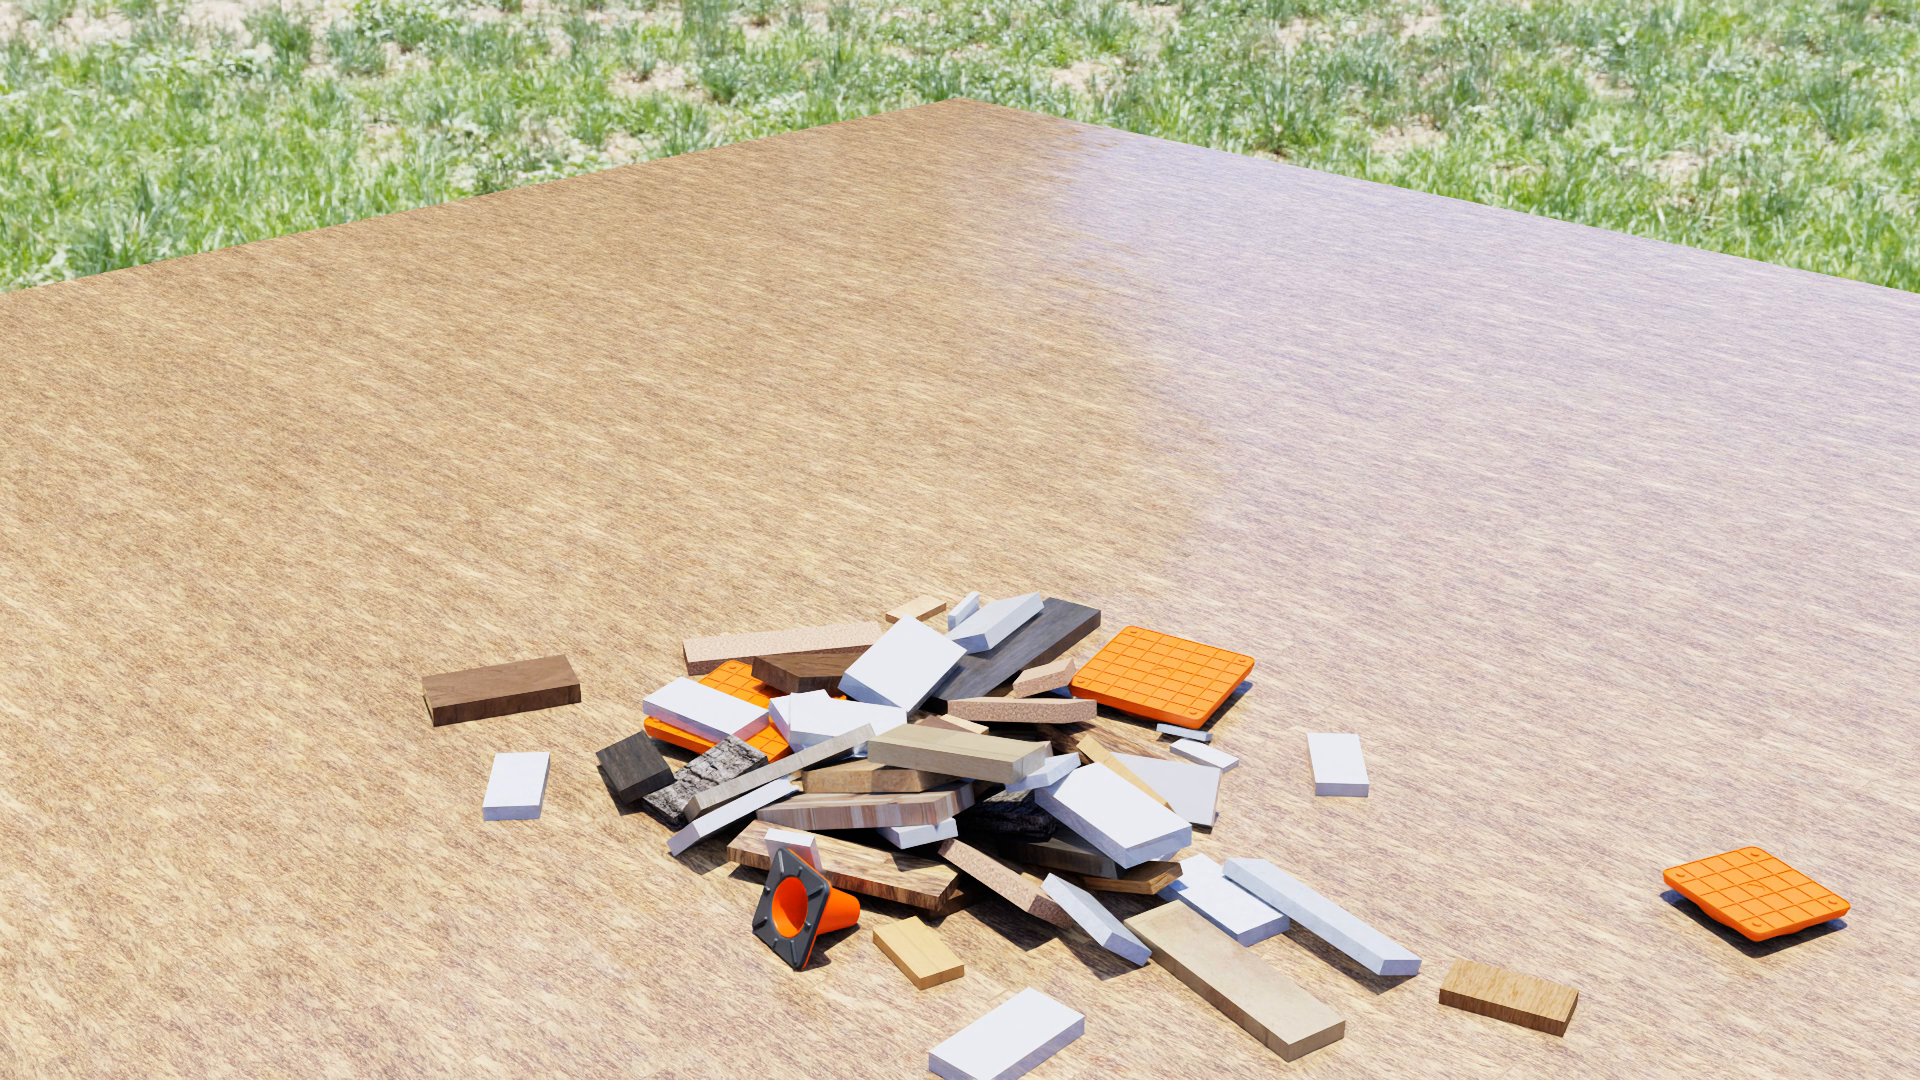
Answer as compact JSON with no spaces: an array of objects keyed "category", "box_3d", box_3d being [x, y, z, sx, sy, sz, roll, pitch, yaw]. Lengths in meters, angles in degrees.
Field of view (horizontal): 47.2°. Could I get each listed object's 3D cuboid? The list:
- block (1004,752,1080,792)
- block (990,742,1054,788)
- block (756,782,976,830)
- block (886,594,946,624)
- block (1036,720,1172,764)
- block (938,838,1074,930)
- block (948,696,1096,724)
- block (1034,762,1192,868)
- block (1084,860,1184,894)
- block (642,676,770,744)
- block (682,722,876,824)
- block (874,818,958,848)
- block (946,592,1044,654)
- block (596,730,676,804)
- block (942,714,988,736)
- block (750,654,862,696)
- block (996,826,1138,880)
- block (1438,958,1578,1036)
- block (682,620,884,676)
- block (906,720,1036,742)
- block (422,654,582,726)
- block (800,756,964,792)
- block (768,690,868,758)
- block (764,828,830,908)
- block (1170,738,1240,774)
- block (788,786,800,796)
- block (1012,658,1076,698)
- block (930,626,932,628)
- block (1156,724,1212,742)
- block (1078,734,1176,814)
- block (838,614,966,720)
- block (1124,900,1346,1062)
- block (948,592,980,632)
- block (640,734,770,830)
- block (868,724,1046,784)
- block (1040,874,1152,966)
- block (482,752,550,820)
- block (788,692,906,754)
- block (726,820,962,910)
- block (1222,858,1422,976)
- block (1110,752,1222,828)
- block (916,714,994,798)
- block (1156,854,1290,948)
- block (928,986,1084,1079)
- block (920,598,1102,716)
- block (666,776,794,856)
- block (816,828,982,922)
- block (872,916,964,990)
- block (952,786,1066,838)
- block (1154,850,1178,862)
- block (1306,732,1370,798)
[{"category":"block","box_3d":[0.161,0.451,4.272,0.090,0.026,0.180,-13,2,24]},{"category":"block","box_3d":[0.041,0.463,4.495,0.273,0.039,0.136,-6,15,21]},{"category":"block","box_3d":[-0.185,0.520,4.282,0.403,0.043,0.153,-6,5,29]},{"category":"block","box_3d":[-0.106,0.173,5.327,0.072,0.020,0.143,18,29,36]},{"category":"block","box_3d":[0.304,0.442,4.622,0.136,0.039,0.273,0,17,-44]},{"category":"block","box_3d":[0.088,0.640,4.109,0.261,0.037,0.131,26,-4,46]},{"category":"block","box_3d":[0.133,0.364,4.708,0.285,0.040,0.143,-1,-1,32]},{"category":"block","box_3d":[0.288,0.519,4.178,0.151,0.043,0.302,-15,26,-28]},{"category":"block","box_3d":[0.327,0.634,4.153,0.088,0.025,0.175,-25,13,-39]},{"category":"block","box_3d":[-0.542,0.367,4.692,0.247,0.035,0.124,18,31,31]},{"category":"block","box_3d":[-0.361,0.468,4.421,0.398,0.032,0.112,-21,-12,-26]},{"category":"block","box_3d":[-0.088,0.549,4.230,0.111,0.031,0.222,-11,4,-15]},{"category":"block","box_3d":[0.069,0.200,5.157,0.143,0.040,0.285,-14,11,32]},{"category":"block","box_3d":[-0.673,0.468,4.548,0.112,0.032,0.224,-25,23,-14]},{"category":"block","box_3d":[0.000,0.401,4.663,0.110,0.016,0.055,15,27,31]},{"category":"block","box_3d":[-0.281,0.298,4.870,0.331,0.046,0.162,1,13,-44]},{"category":"block","box_3d":[0.231,0.581,4.235,0.302,0.043,0.151,3,21,45]},{"category":"block","box_3d":[0.959,0.797,3.842,0.217,0.031,0.108,11,26,25]},{"category":"block","box_3d":[-0.408,0.251,5.124,0.461,0.035,0.124,-5,24,-12]},{"category":"block","box_3d":[0.023,0.430,4.698,0.273,0.039,0.136,-1,23,-2]},{"category":"block","box_3d":[-1.025,0.334,4.914,0.325,0.046,0.162,-9,24,-19]},{"category":"block","box_3d":[-0.151,0.465,4.369,0.307,0.043,0.153,-6,3,40]},{"category":"block","box_3d":[-0.289,0.419,4.621,0.131,0.037,0.261,-8,39,-31]},{"category":"block","box_3d":[-0.303,0.611,4.094,0.090,0.180,0.025,7,45,17]},{"category":"block","box_3d":[0.518,0.457,4.665,0.144,0.016,0.055,21,31,40]},{"category":"block","box_3d":[-0.349,0.532,4.490,0.048,0.014,0.095,-4,23,-9]},{"category":"block","box_3d":[0.189,0.304,4.865,0.116,0.033,0.231,-16,2,9]},{"category":"block","box_3d":[-0.111,0.241,5.166,0.072,0.020,0.143,4,23,8]},{"category":"block","box_3d":[0.485,0.414,4.738,0.110,0.016,0.055,10,1,23]},{"category":"block","box_3d":[0.336,0.484,4.348,0.033,0.116,0.231,-46,54,-6]},{"category":"block","box_3d":[-0.124,0.284,4.851,0.162,0.046,0.325,31,31,10]},{"category":"block","box_3d":[0.478,0.773,3.893,0.127,0.036,0.454,-14,27,-31]},{"category":"block","box_3d":[0.009,0.184,5.234,0.020,0.072,0.143,8,24,22]},{"category":"block","box_3d":[-0.518,0.492,4.483,0.240,0.034,0.120,-33,37,-30]},{"category":"block","box_3d":[-0.007,0.412,4.256,0.307,0.043,0.153,6,11,25]},{"category":"block","box_3d":[0.247,0.691,4.011,0.111,0.031,0.222,32,3,-35]},{"category":"block","box_3d":[-0.911,0.505,4.529,0.112,0.032,0.224,-2,23,-4]},{"category":"block","box_3d":[-0.236,0.390,4.620,0.247,0.035,0.124,9,34,-10]},{"category":"block","box_3d":[-0.221,0.616,4.181,0.444,0.031,0.111,10,25,22]},{"category":"block","box_3d":[0.660,0.689,4.043,0.108,0.031,0.410,9,13,-40]},{"category":"block","box_3d":[0.404,0.503,4.434,0.231,0.116,0.033,7,-15,16]},{"category":"block","box_3d":[-0.017,0.437,4.457,0.130,0.037,0.261,-35,33,-30]},{"category":"block","box_3d":[0.485,0.676,4.121,0.127,0.036,0.254,-15,27,-31]},{"category":"block","box_3d":[0.080,0.849,3.715,0.127,0.036,0.254,20,30,39]},{"category":"block","box_3d":[0.117,0.269,5.074,0.143,0.040,0.597,14,27,30]},{"category":"block","box_3d":[-0.453,0.544,4.336,0.240,0.034,0.120,-23,-10,-41]},{"category":"block","box_3d":[-0.122,0.619,4.258,0.120,0.034,0.393,-16,28,-33]},{"category":"block","box_3d":[-0.076,0.745,3.972,0.090,0.026,0.180,-13,26,-27]},{"category":"block","box_3d":[0.093,0.527,4.372,0.302,0.043,0.151,1,18,40]},{"category":"block","box_3d":[0.372,0.604,4.306,0.088,0.025,0.175,13,26,29]},{"category":"block","box_3d":[0.791,0.470,4.613,0.108,0.031,0.217,1,23,3]}]
